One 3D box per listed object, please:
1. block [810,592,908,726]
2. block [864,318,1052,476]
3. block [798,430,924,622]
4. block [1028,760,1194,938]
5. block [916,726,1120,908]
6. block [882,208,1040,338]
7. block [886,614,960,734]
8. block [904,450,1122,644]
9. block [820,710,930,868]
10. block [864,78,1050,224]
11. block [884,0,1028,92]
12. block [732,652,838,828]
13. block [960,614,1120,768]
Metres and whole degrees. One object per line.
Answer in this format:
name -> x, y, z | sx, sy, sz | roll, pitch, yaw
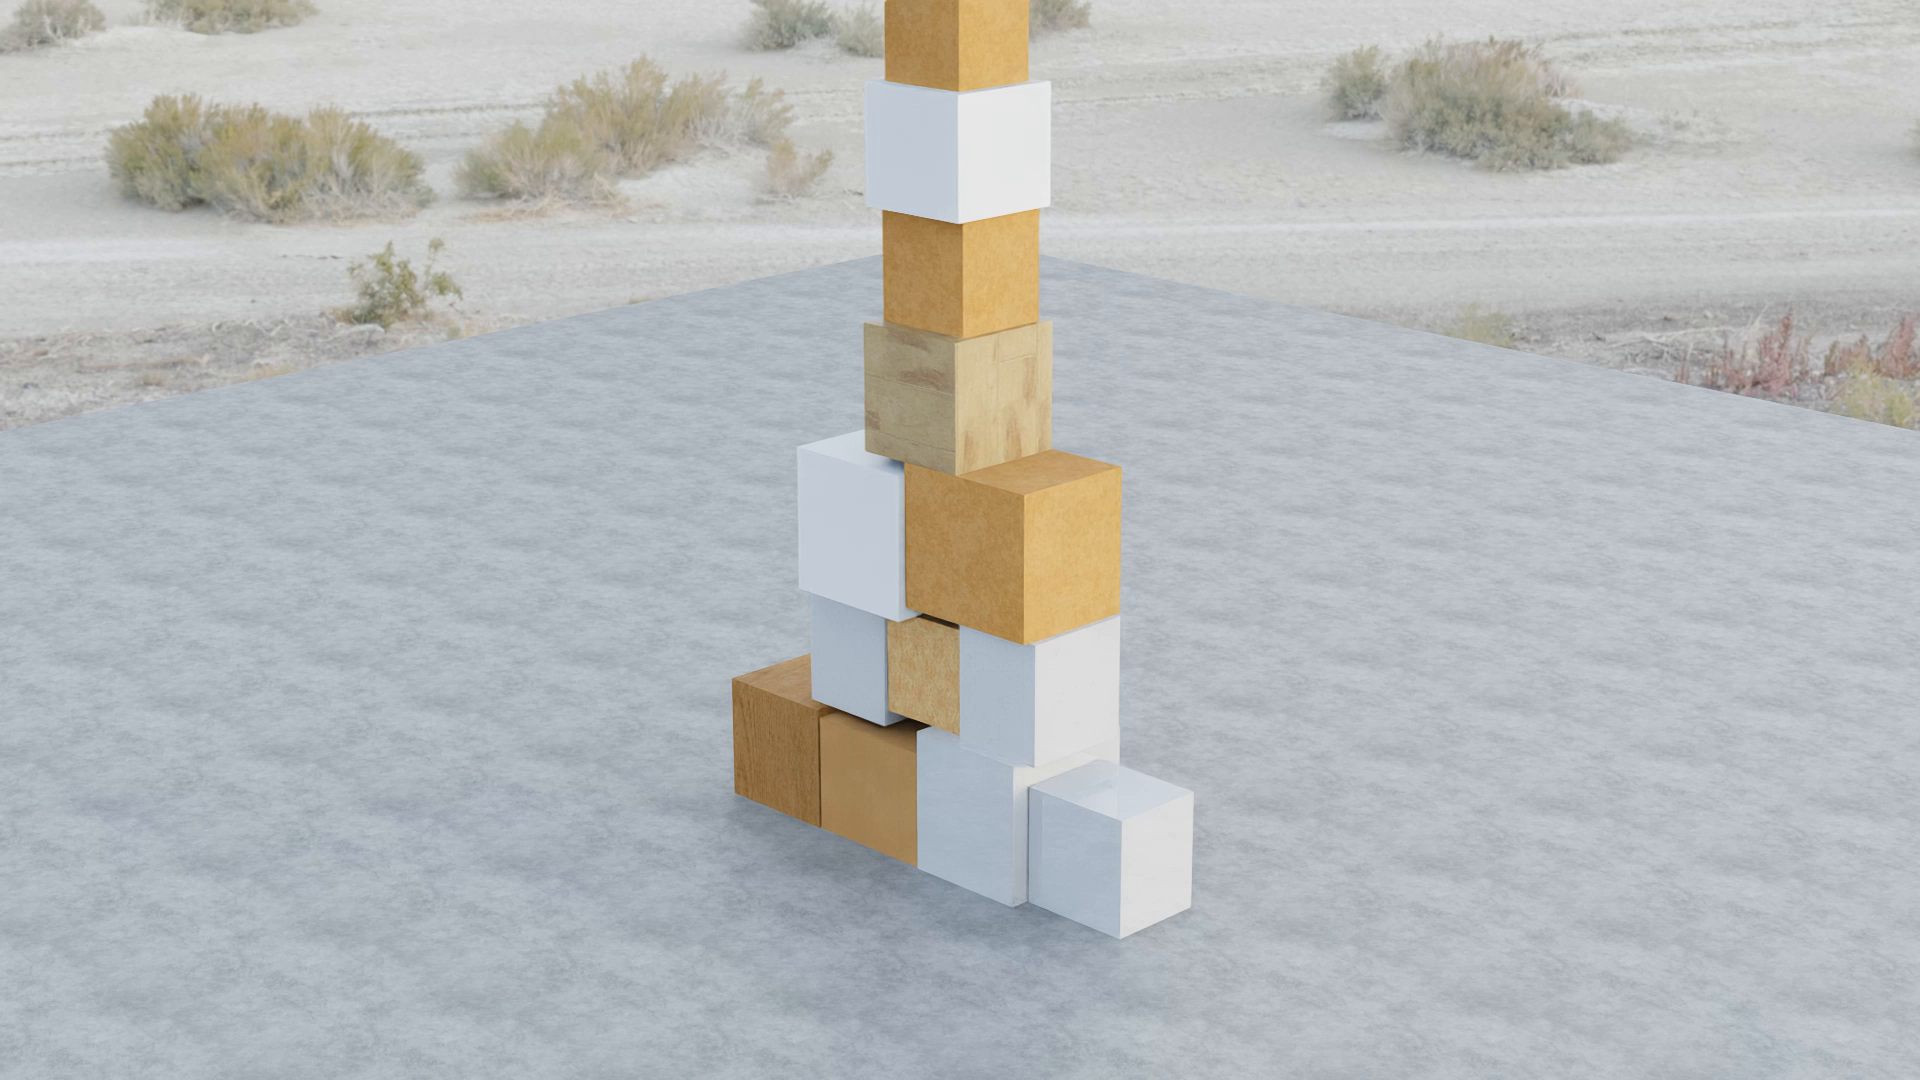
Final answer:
block -> -0.343, 0.475, 13.860 | 0.520, 0.588, 0.503 | -17, 24, -42
block -> -0.008, -0.688, 13.124 | 0.612, 0.595, 0.576 | -17, 24, -42
block -> -0.268, -0.103, 13.575 | 0.693, 0.687, 0.669 | -17, 24, -42
block -> 0.671, 1.369, 13.061 | 0.475, 0.557, 0.551 | -17, 24, -42
block -> 0.267, 1.182, 13.454 | 0.701, 0.677, 0.609 | -17, 24, -42
block -> 0.004, -1.224, 12.973 | 0.477, 0.517, 0.501 | -17, 24, -42
block -> 0.025, 0.546, 13.516 | 0.513, 0.502, 0.501 | -17, 23, -42
block -> 0.235, -0.010, 13.084 | 0.623, 0.679, 0.737 | -17, 24, -42
block -> -0.202, 1.105, 13.889 | 0.641, 0.563, 0.654 | -17, 24, -42
block -> -0.009, -1.729, 12.805 | 0.570, 0.549, 0.574 | -17, 24, -42
block -> -0.015, -2.188, 12.658 | 0.424, 0.414, 0.453 | -17, 24, -42
block -> -0.657, 0.952, 14.319 | 0.656, 0.598, 0.615 | -17, 24, -42
block -> 0.358, 0.623, 13.153 | 0.550, 0.570, 0.465 | -17, 24, -42
